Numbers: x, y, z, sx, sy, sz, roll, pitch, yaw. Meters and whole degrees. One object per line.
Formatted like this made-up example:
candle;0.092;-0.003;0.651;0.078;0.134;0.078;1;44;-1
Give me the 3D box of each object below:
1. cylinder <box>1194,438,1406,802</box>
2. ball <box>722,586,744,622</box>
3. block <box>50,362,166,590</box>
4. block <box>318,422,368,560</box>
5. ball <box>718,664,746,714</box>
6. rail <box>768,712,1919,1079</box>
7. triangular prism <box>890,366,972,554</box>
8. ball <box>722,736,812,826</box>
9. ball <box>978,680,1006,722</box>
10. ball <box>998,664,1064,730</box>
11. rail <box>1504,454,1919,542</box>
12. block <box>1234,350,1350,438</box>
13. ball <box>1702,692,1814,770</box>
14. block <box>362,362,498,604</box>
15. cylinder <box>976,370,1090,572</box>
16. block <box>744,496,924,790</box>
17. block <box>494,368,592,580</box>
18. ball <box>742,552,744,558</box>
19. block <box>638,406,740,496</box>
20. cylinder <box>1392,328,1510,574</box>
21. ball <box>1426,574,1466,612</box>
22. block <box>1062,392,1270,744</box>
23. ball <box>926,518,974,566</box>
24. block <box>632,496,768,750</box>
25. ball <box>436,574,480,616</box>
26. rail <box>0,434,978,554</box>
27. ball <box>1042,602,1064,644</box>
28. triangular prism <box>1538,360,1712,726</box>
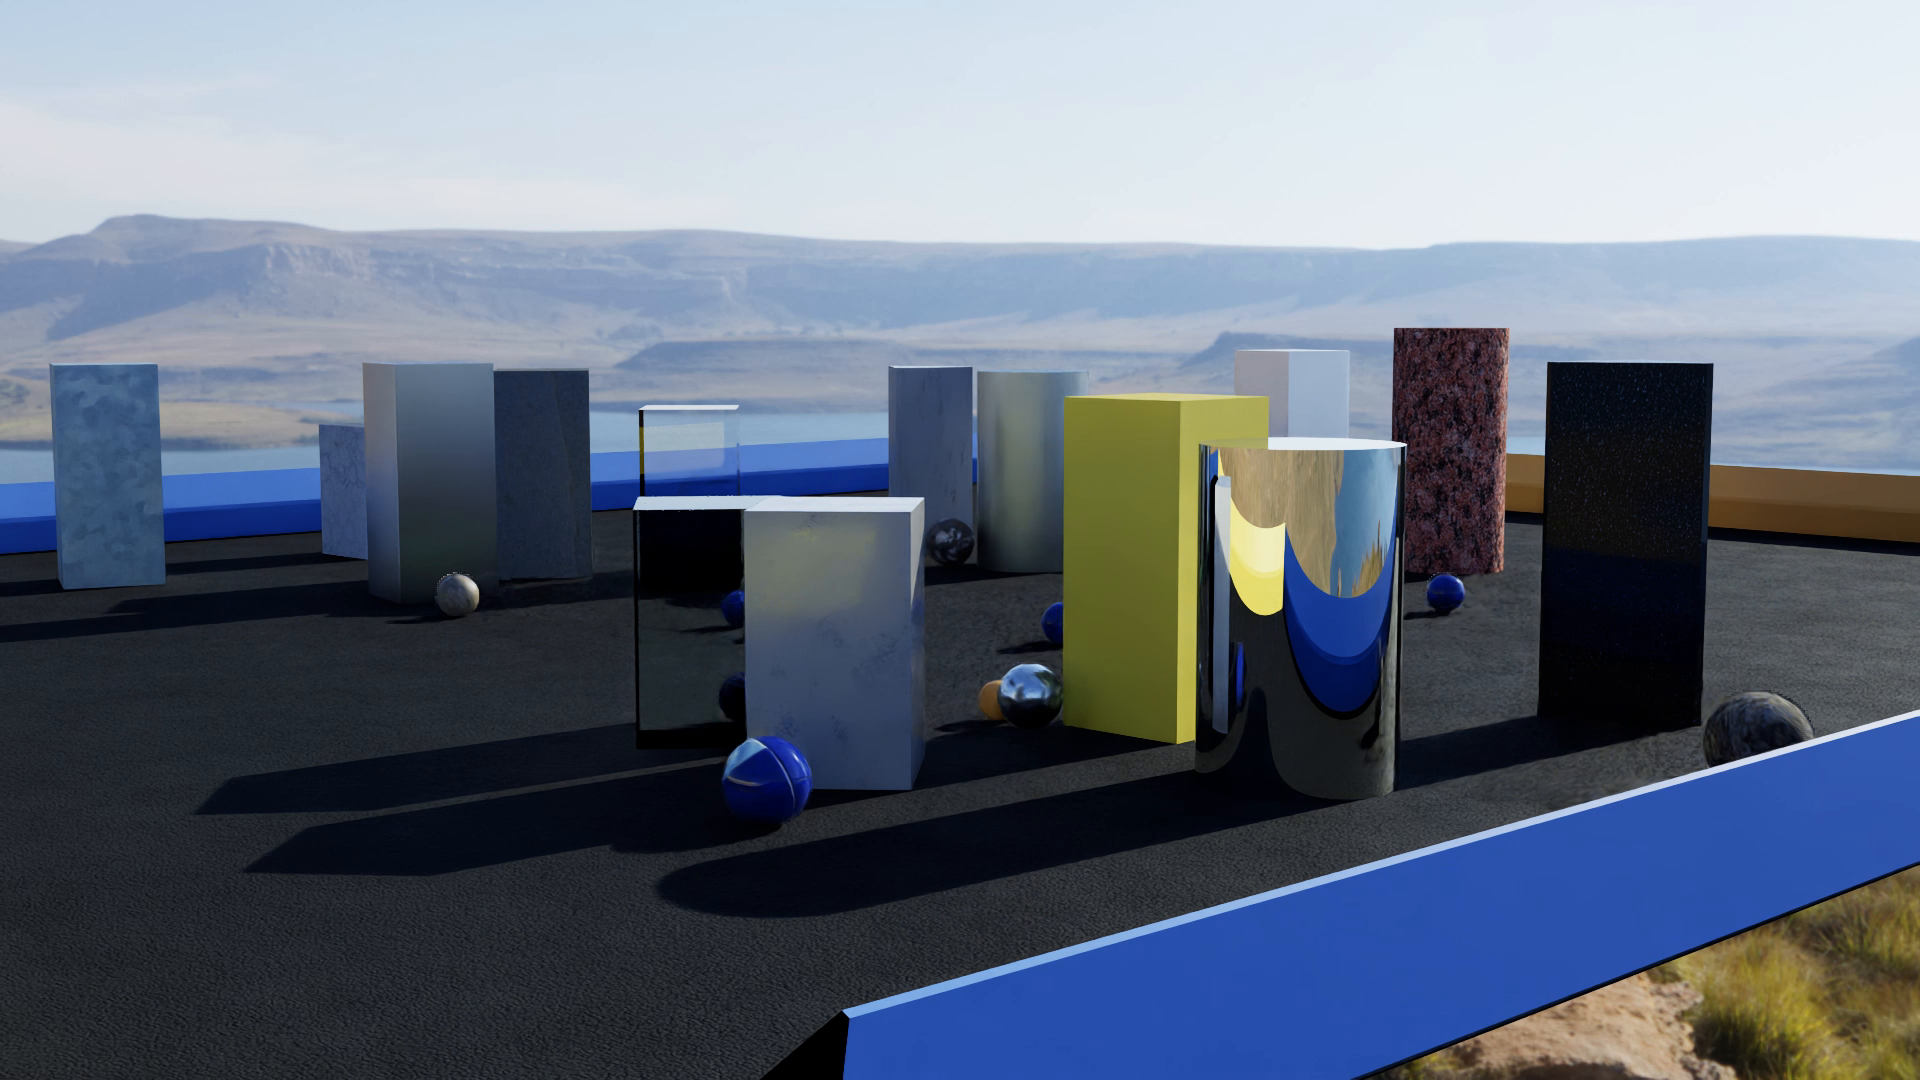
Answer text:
cylinder;0.319;0.069;2.069;0.192;0.319;0.192;0;6;0
ball;-0.315;0.091;3.142;0.051;0.051;0.051;0;6;0
block;-1.390;-0.109;3.585;0.154;0.356;0.154;-3;7;-25
block;-1.055;-0.093;4.008;0.154;0.236;0.154;5;8;42
ball;-0.238;0.165;2.419;0.055;0.055;0.055;0;6;0
rail;1.126;0.160;2.118;3.871;0.125;0.045;-6;8;-42
triangular prism;-0.086;-0.149;4.046;0.167;0.339;0.144;-4;7;-37
ball;-0.167;0.208;1.900;0.077;0.077;0.077;0;6;0
ball;0.042;0.174;2.381;0.044;0.044;0.044;0;6;0
ball;0.075;0.166;2.335;0.070;0.070;0.070;0;6;0
rail;1.405;-0.103;4.621;0.045;0.125;3.369;-6;8;-42
block;0.634;-0.180;4.215;0.154;0.365;0.154;-4;7;-34
ball;0.730;0.187;2.012;0.096;0.096;0.096;0;6;0
block;-0.820;-0.093;3.407;0.154;0.361;0.154;-4;7;-33
cylinder;0.126;-0.123;3.798;0.192;0.338;0.192;0;6;0
block;-0.117;0.095;2.107;0.154;0.259;0.154;0;6;4
block;-0.700;-0.115;3.700;0.154;0.343;0.154;-1;6;-9
ball;-0.351;0.027;3.779;0.045;0.045;0.045;0;6;0
block;-0.439;-0.074;3.589;0.154;0.285;0.154;0;6;-4
cylinder;0.838;-0.157;3.771;0.192;0.412;0.192;0;6;0
ball;0.715;0.078;3.237;0.056;0.056;0.056;0;6;0
block;0.219;0.023;2.347;0.154;0.352;0.154;6;8;43
ball;-0.016;0.004;3.811;0.083;0.083;0.083;0;6;0
block;-0.260;0.082;2.302;0.154;0.244;0.154;-1;6;-6
ball;-0.728;0.081;3.188;0.061;0.061;0.061;0;6;0
rail;-1.126;-0.095;4.546;3.871;0.125;0.045;-6;8;-42
ball;0.137;0.111;2.923;0.057;0.057;0.057;0;6;0
triangular prism;0.739;-0.004;2.430;0.167;0.387;0.144;2;6;21
